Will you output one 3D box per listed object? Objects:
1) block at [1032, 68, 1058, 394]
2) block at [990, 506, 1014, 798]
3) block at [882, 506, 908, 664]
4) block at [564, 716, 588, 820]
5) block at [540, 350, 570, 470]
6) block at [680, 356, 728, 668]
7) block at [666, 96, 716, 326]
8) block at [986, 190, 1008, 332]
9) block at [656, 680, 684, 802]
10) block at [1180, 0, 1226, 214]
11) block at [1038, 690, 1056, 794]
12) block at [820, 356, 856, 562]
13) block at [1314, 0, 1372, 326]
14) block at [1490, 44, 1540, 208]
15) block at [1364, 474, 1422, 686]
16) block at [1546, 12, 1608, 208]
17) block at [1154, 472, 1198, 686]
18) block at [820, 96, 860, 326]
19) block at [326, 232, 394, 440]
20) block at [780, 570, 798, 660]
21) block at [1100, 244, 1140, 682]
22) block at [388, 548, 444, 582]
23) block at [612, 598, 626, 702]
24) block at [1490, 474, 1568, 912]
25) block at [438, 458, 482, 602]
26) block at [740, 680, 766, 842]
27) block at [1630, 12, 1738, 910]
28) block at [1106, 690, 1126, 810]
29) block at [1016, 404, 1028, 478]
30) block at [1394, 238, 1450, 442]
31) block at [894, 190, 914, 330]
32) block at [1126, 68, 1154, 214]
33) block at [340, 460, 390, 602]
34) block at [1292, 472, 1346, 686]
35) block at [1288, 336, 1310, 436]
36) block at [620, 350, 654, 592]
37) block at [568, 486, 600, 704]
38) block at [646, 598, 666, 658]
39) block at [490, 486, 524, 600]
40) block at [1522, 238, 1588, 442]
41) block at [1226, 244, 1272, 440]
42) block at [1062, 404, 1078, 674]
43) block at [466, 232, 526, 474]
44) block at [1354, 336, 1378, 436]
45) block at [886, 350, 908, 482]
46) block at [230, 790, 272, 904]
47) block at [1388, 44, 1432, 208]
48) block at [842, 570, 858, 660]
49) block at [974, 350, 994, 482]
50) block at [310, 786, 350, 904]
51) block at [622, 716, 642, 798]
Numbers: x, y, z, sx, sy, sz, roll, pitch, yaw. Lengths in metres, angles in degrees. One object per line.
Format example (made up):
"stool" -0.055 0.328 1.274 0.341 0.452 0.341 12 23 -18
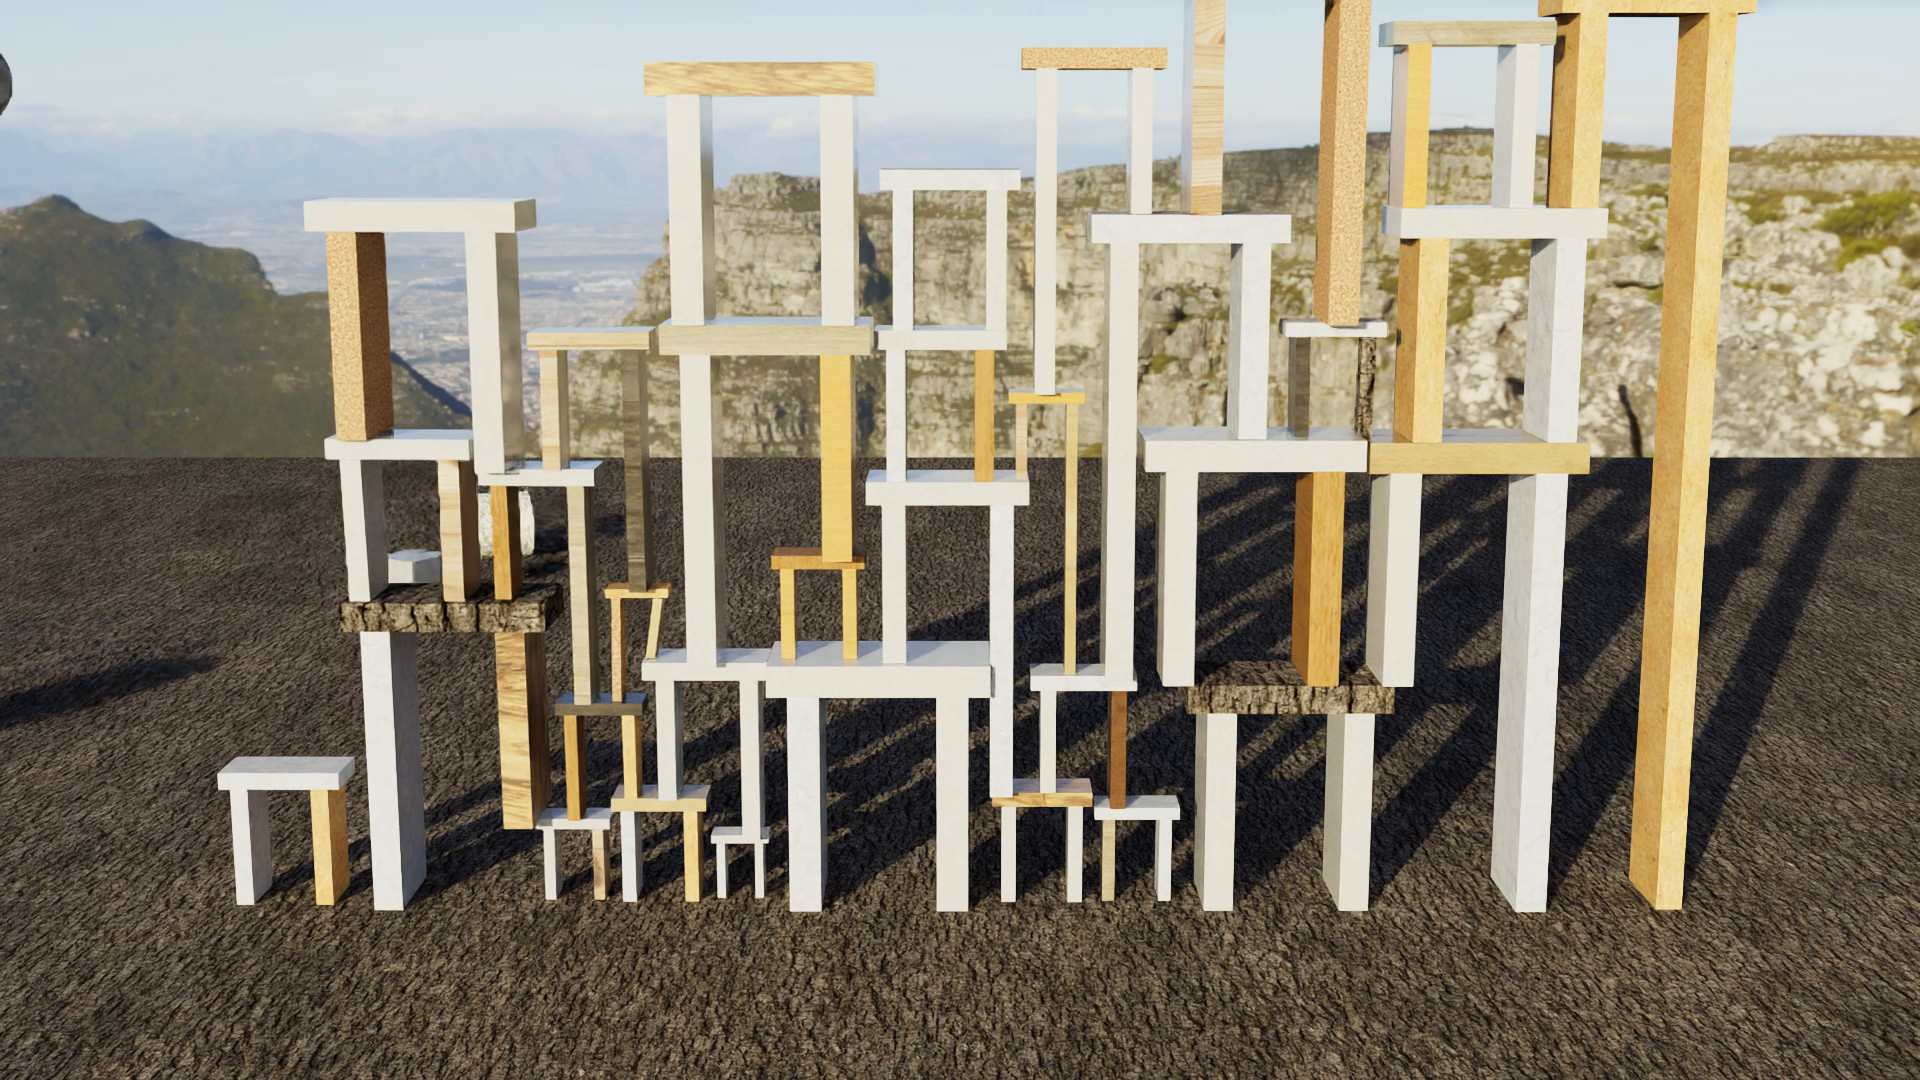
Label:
"block" 0.134 -0.486 3.473 0.031 0.503 0.111 0 11 0
"block" 0.067 0.170 3.590 0.037 0.481 0.129 0 11 0
"block" -0.105 0.060 3.571 0.037 0.258 0.129 0 11 0
"block" -0.633 0.366 3.623 0.020 0.178 0.070 0 11 0
"block" -0.646 -0.213 3.512 0.027 0.191 0.095 0 11 0
"block" -0.413 -0.057 3.549 0.046 0.500 0.164 0 11 0
"block" -0.421 -0.521 3.462 0.050 0.350 0.175 0 11 0
"block" 0.057 -0.444 3.475 0.031 0.218 0.109 0 11 0
"block" -0.477 0.317 3.617 0.029 0.202 0.101 0 11 0
"block" 0.378 -0.678 3.433 0.047 0.332 0.166 0 11 0
"block" 0.144 0.321 3.621 0.024 0.172 0.086 0 11 0
"block" -0.194 -0.142 3.532 0.046 0.328 0.164 0 11 0
"block" 0.598 -0.595 3.448 0.047 0.502 0.166 1 11 1
"block" 0.867 -0.645 3.435 0.035 0.247 0.124 0 11 0
"block" 0.701 0.049 3.567 0.049 0.344 0.172 0 10 0
"block" 0.962 -0.669 3.433 0.042 0.294 0.147 0 11 0
"block" 0.349 0.048 3.570 0.049 0.347 0.173 0 11 0
"block" -0.188 -0.520 3.461 0.050 0.350 0.175 0 11 0
"block" -0.954 -0.331 3.500 0.046 0.325 0.162 0 11 1
"block" -0.278 0.113 3.582 0.021 0.149 0.075 0 11 0
"block" 0.255 -0.130 3.535 0.043 0.697 0.153 0 11 0
"block" -1.459 0.110 5.868 0.141 0.141 0.141 6 12 30
"block" -0.557 0.174 3.591 0.014 0.172 0.050 1 10 0
"block" 0.930 0.235 3.601 0.049 0.722 0.172 0 11 0
"block" -0.807 -0.025 3.550 0.032 0.229 0.114 0 11 1
"block" -0.341 0.351 3.624 0.029 0.271 0.101 0 11 0
"block" 1.159 -0.111 3.537 0.042 1.428 0.147 0 11 0
"block" 0.258 0.335 3.624 0.024 0.200 0.086 0 11 0
"block" 0.098 -0.163 3.532 0.017 0.121 0.060 0 11 0
"block" 0.732 -0.323 3.496 0.045 0.318 0.159 0 11 0
"block" -0.088 -0.444 3.476 0.031 0.218 0.109 0 11 0
"block" 0.281 -0.625 3.447 0.031 0.221 0.111 0 11 0
"block" -0.961 -0.025 3.551 0.032 0.229 0.114 -1 11 1
"block" 0.580 0.048 3.570 0.049 0.346 0.173 0 11 0
"block" 0.541 -0.249 3.514 0.022 0.158 0.079 -1 11 0
"block" -0.518 -0.116 3.533 0.027 0.390 0.095 -1 11 0
"block" -0.611 0.082 3.575 0.026 0.359 0.092 0 11 0
"block" -0.496 0.139 3.587 0.014 0.101 0.050 8 11 -2
"block" -0.734 -0.004 3.560 0.026 0.185 0.092 -1 11 0
"block" 0.944 -0.323 3.496 0.045 0.318 0.159 0 11 0
"block" 0.459 -0.322 3.500 0.043 0.307 0.153 0 11 0
"block" 0.178 -0.005 3.562 0.017 0.442 0.060 0 11 0
"block" -0.738 -0.304 3.500 0.046 0.375 0.162 0 11 1
"block" 0.648 -0.249 3.516 0.022 0.158 0.079 2 11 6
"block" -0.101 -0.205 3.520 0.030 0.209 0.104 0 11 0
"block" -1.175 0.494 3.647 0.028 0.196 0.098 0 11 0
"block" 0.702 -0.645 3.435 0.035 0.248 0.124 0 11 0
"block" -0.178 0.113 3.583 0.021 0.149 0.075 0 11 0
"block" 0.039 -0.205 3.520 0.030 0.209 0.104 0 11 0
"block" -1.044 0.494 3.647 0.028 0.196 0.098 0 11 0
"block" -0.539 0.348 3.620 0.020 0.140 0.070 0 11 0
